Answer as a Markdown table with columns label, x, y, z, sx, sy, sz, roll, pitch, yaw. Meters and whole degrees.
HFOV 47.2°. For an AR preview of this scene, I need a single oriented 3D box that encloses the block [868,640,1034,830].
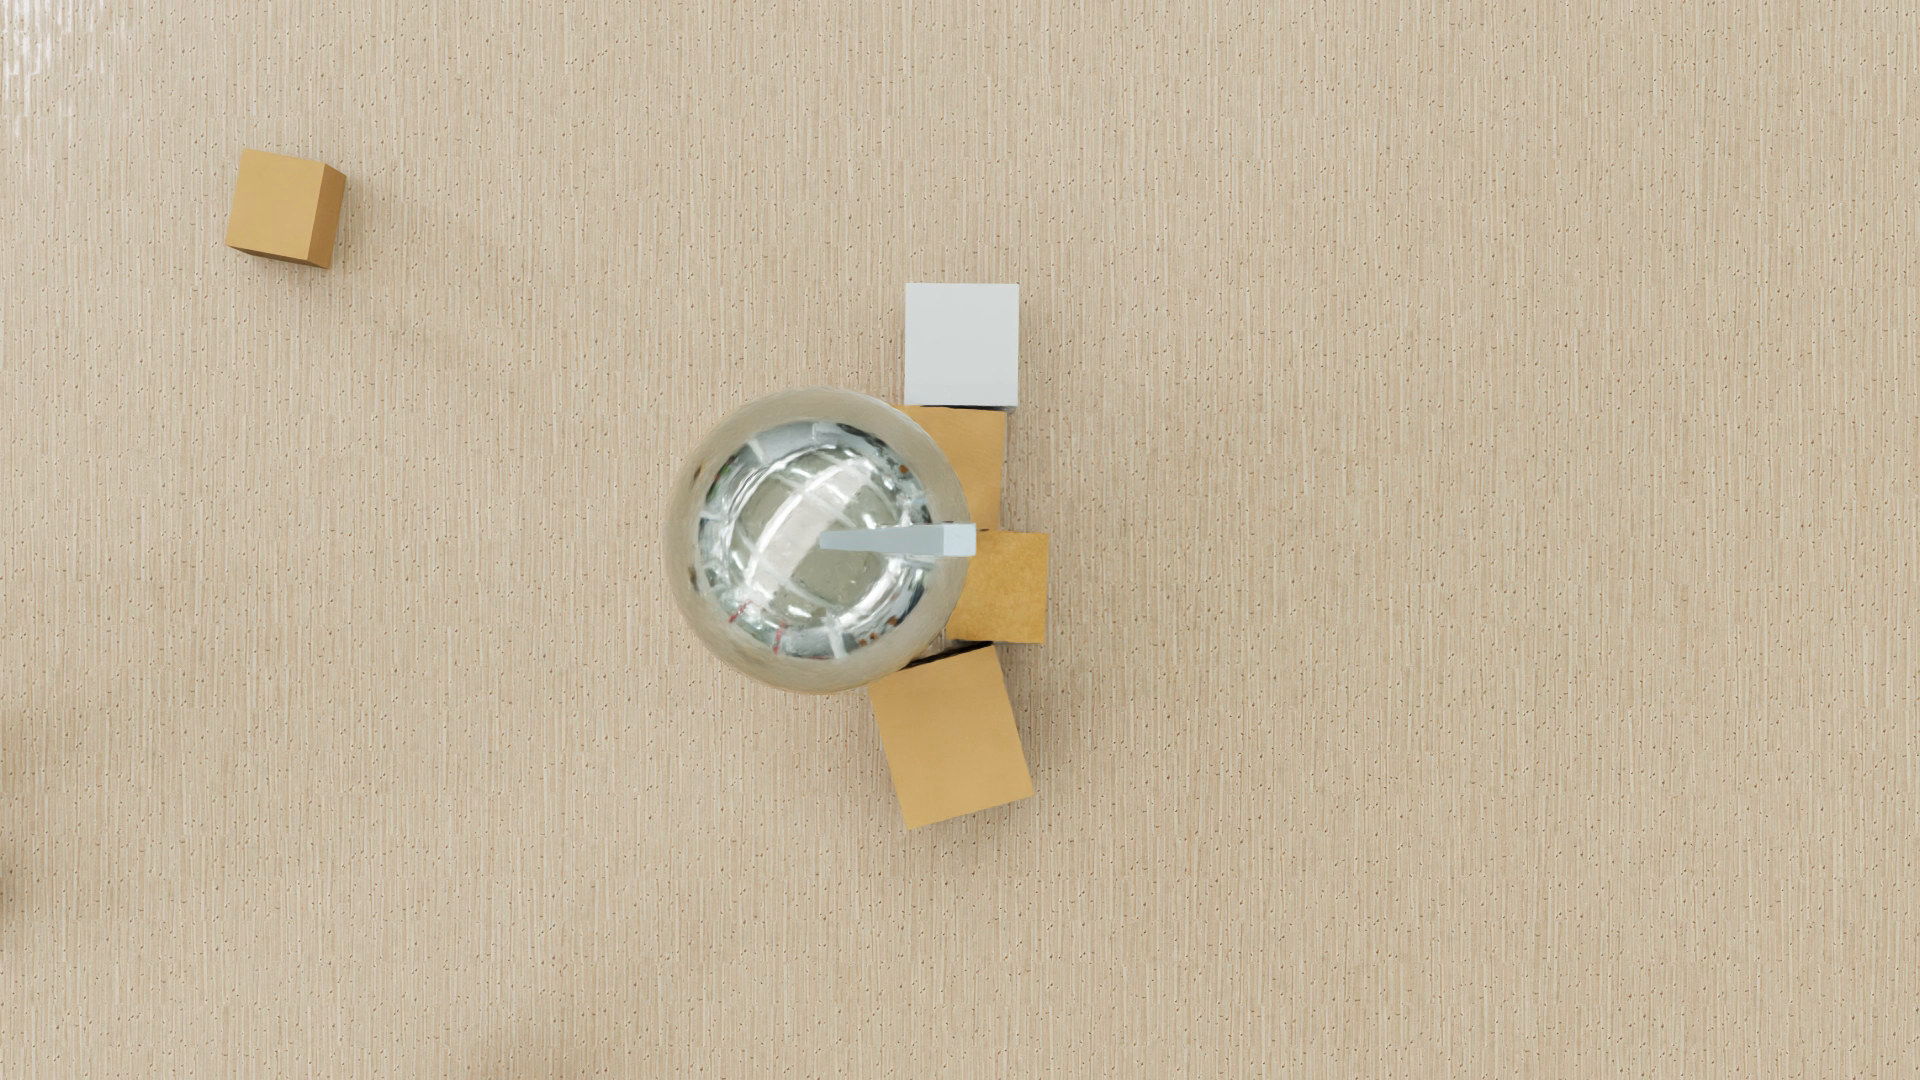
| label | x | y | z | sx | sy | sz | roll | pitch | yaw |
| --- | --- | --- | --- | --- | --- | --- | --- | --- | --- |
| block | -0.055 | 1.105 | 12.648 | 0.744 | 0.704 | 0.872 | -15 | 90 | 0 |

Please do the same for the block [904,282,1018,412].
| label | x | y | z | sx | sy | sz | roll | pitch | yaw |
| --- | --- | --- | --- | --- | --- | --- | --- | --- | --- |
| block | 0.009 | -1.101 | 12.694 | 0.636 | 0.613 | 0.688 | 1 | 90 | 0 |

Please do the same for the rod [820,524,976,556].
| label | x | y | z | sx | sy | sz | roll | pitch | yaw |
| --- | --- | --- | --- | --- | --- | --- | --- | --- | --- |
| rod | -0.319 | 0.000 | 8.070 | 0.080 | 5.200 | 0.080 | 0 | 90 | -7 |

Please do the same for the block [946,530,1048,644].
| label | x | y | z | sx | sy | sz | roll | pitch | yaw |
| --- | --- | --- | --- | --- | --- | --- | --- | --- | --- |
| block | 0.212 | 0.262 | 12.732 | 0.558 | 0.536 | 0.624 | 2 | 90 | 0 |

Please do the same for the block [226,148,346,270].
| label | x | y | z | sx | sy | sz | roll | pitch | yaw |
| --- | --- | --- | --- | --- | --- | --- | --- | --- | --- |
| block | -3.911 | -1.919 | 12.777 | 0.476 | 0.445 | 0.565 | 11 | 90 | 0 |

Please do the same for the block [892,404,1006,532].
| label | x | y | z | sx | sy | sz | roll | pitch | yaw |
| --- | --- | --- | --- | --- | --- | --- | --- | --- | --- |
| block | -0.124 | -0.411 | 12.683 | 0.720 | 0.634 | 0.671 | 4 | 90 | 0 |

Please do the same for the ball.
| label | x | y | z | sx | sy | sz | roll | pitch | yaw |
| --- | --- | --- | --- | --- | --- | --- | --- | --- | --- |
| ball | -0.737 | 0.000 | 11.445 | 1.600 | 1.600 | 1.600 | 0 | 90 | 0 |
